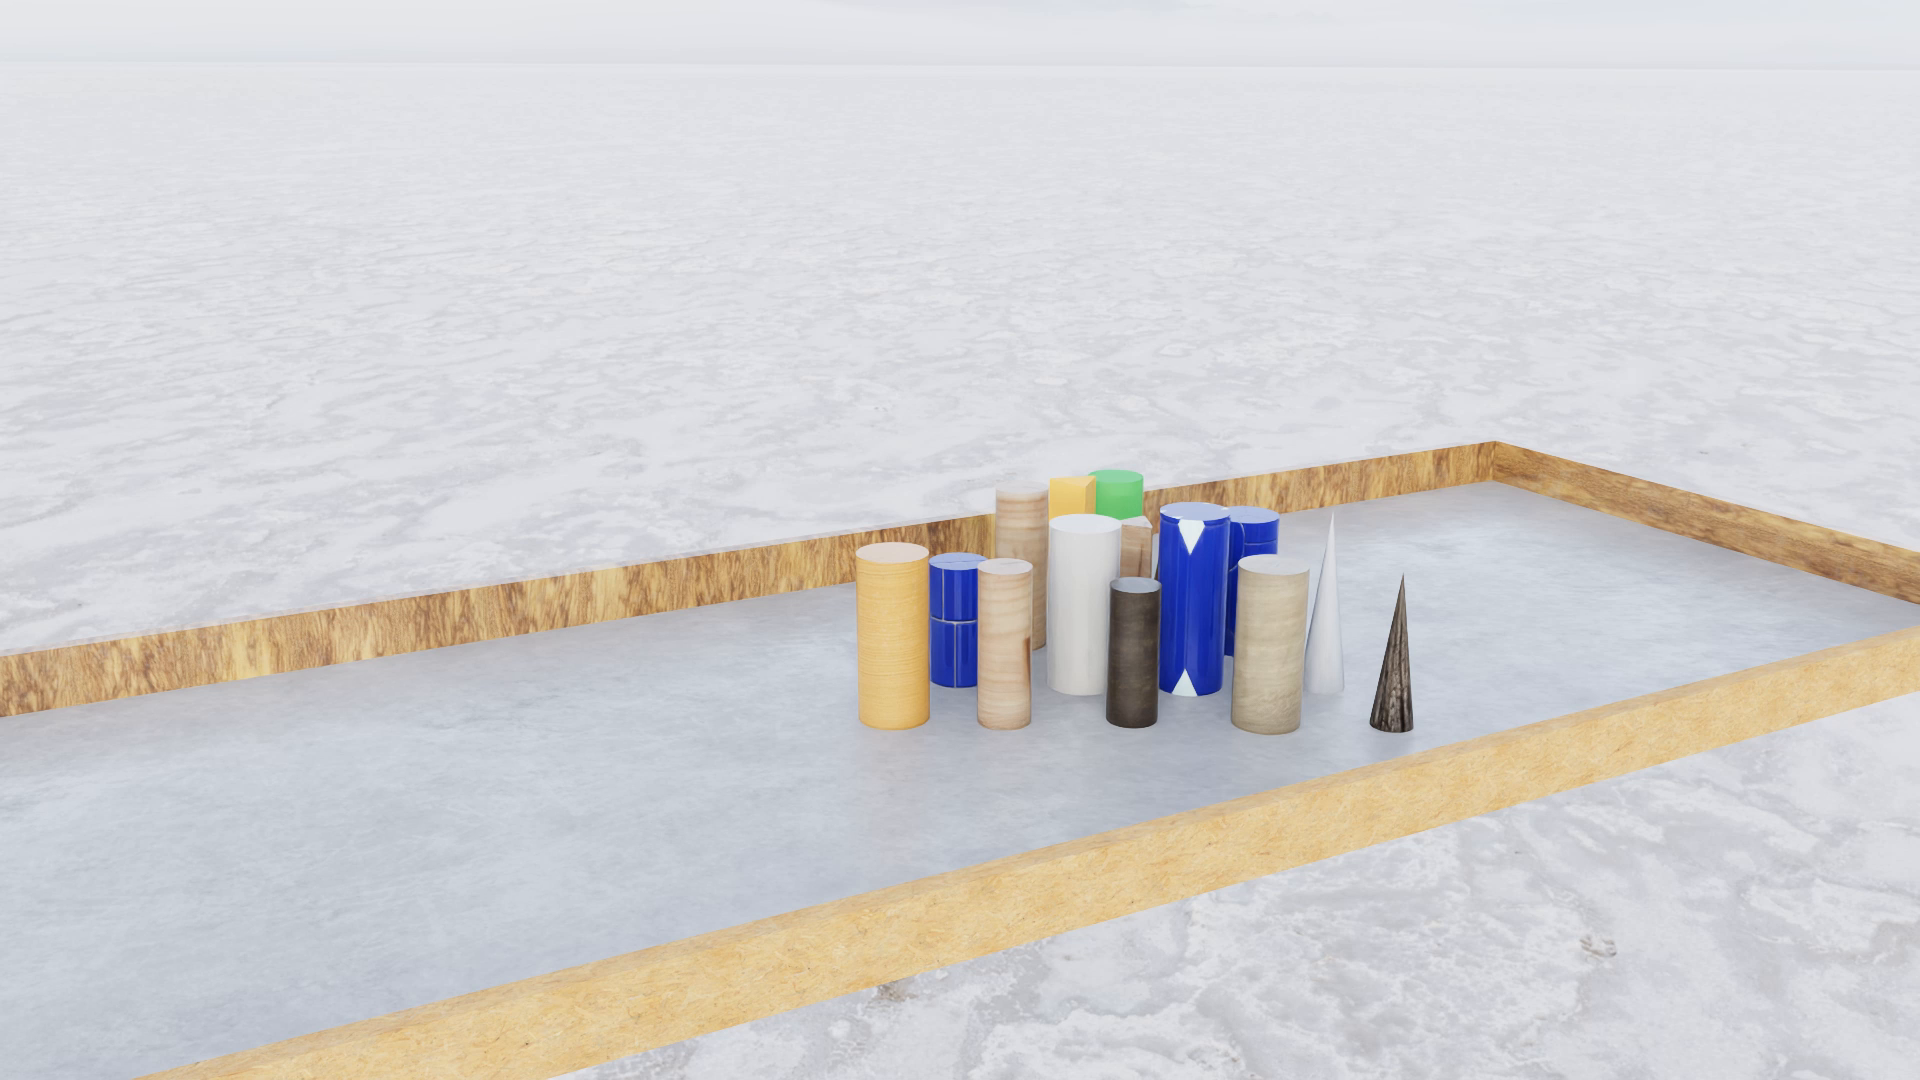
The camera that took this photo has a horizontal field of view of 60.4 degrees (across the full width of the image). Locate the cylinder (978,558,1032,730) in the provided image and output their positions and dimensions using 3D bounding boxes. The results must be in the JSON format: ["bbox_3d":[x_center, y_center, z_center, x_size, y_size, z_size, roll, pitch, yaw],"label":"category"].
[{"bbox_3d":[0.104,0.244,3.849,0.128,0.382,0.128,0,16,0],"label":"cylinder"}]

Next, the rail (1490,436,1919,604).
[{"bbox_3d":[2.466,-0.048,5.253,0.050,0.150,2.100,-9,18,-27],"label":"rail"}]

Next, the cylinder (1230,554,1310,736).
[{"bbox_3d":[0.721,0.243,3.841,0.163,0.388,0.163,0,16,0],"label":"cylinder"}]

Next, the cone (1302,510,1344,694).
[{"bbox_3d":[0.902,0.146,4.052,0.113,0.453,0.113,0,16,0],"label":"cone"}]

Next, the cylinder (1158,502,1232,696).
[{"bbox_3d":[0.572,0.144,4.069,0.172,0.448,0.172,0,16,0],"label":"cylinder"}]

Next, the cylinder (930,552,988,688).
[{"bbox_3d":[-0.003,0.200,4.125,0.148,0.309,0.148,0,16,0],"label":"cylinder"}]

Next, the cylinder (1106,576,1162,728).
[{"bbox_3d":[0.407,0.264,3.867,0.122,0.333,0.122,0,16,0],"label":"cylinder"}]

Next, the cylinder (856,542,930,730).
[{"bbox_3d":[-0.156,0.225,3.867,0.170,0.408,0.170,0,16,0],"label":"cylinder"}]

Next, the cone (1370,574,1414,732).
[{"bbox_3d":[1.014,0.252,3.825,0.102,0.378,0.102,0,16,0],"label":"cone"}]

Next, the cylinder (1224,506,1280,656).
[{"bbox_3d":[0.746,0.109,4.339,0.168,0.365,0.168,0,16,0],"label":"cylinder"}]

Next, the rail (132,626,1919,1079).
[{"bbox_3d":[-2.336,1.006,1.665,12.000,0.150,0.050,-9,18,-27],"label":"rail"}]

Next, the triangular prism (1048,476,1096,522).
[{"bbox_3d":[0.335,0.017,4.614,0.114,0.386,0.132,-15,22,-41],"label":"triangular prism"}]

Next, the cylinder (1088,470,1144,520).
[{"bbox_3d":[0.455,-0.029,4.873,0.164,0.328,0.164,0,16,0],"label":"cylinder"}]

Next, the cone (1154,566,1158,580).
[{"bbox_3d":[0.584,0.050,4.586,0.122,0.338,0.122,0,16,0],"label":"cone"}]

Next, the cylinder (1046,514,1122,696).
[{"bbox_3d":[0.305,0.159,4.080,0.177,0.415,0.177,0,16,0],"label":"cylinder"}]

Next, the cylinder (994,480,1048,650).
[{"bbox_3d":[0.162,0.068,4.359,0.140,0.430,0.140,0,16,0],"label":"cylinder"}]

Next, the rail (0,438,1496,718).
[{"bbox_3d":[-3.305,0.497,3.399,12.000,0.150,0.050,-9,18,-27],"label":"rail"}]

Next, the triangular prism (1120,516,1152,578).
[{"bbox_3d":[0.462,0.117,4.336,0.112,0.350,0.097,7,18,24],"label":"triangular prism"}]
